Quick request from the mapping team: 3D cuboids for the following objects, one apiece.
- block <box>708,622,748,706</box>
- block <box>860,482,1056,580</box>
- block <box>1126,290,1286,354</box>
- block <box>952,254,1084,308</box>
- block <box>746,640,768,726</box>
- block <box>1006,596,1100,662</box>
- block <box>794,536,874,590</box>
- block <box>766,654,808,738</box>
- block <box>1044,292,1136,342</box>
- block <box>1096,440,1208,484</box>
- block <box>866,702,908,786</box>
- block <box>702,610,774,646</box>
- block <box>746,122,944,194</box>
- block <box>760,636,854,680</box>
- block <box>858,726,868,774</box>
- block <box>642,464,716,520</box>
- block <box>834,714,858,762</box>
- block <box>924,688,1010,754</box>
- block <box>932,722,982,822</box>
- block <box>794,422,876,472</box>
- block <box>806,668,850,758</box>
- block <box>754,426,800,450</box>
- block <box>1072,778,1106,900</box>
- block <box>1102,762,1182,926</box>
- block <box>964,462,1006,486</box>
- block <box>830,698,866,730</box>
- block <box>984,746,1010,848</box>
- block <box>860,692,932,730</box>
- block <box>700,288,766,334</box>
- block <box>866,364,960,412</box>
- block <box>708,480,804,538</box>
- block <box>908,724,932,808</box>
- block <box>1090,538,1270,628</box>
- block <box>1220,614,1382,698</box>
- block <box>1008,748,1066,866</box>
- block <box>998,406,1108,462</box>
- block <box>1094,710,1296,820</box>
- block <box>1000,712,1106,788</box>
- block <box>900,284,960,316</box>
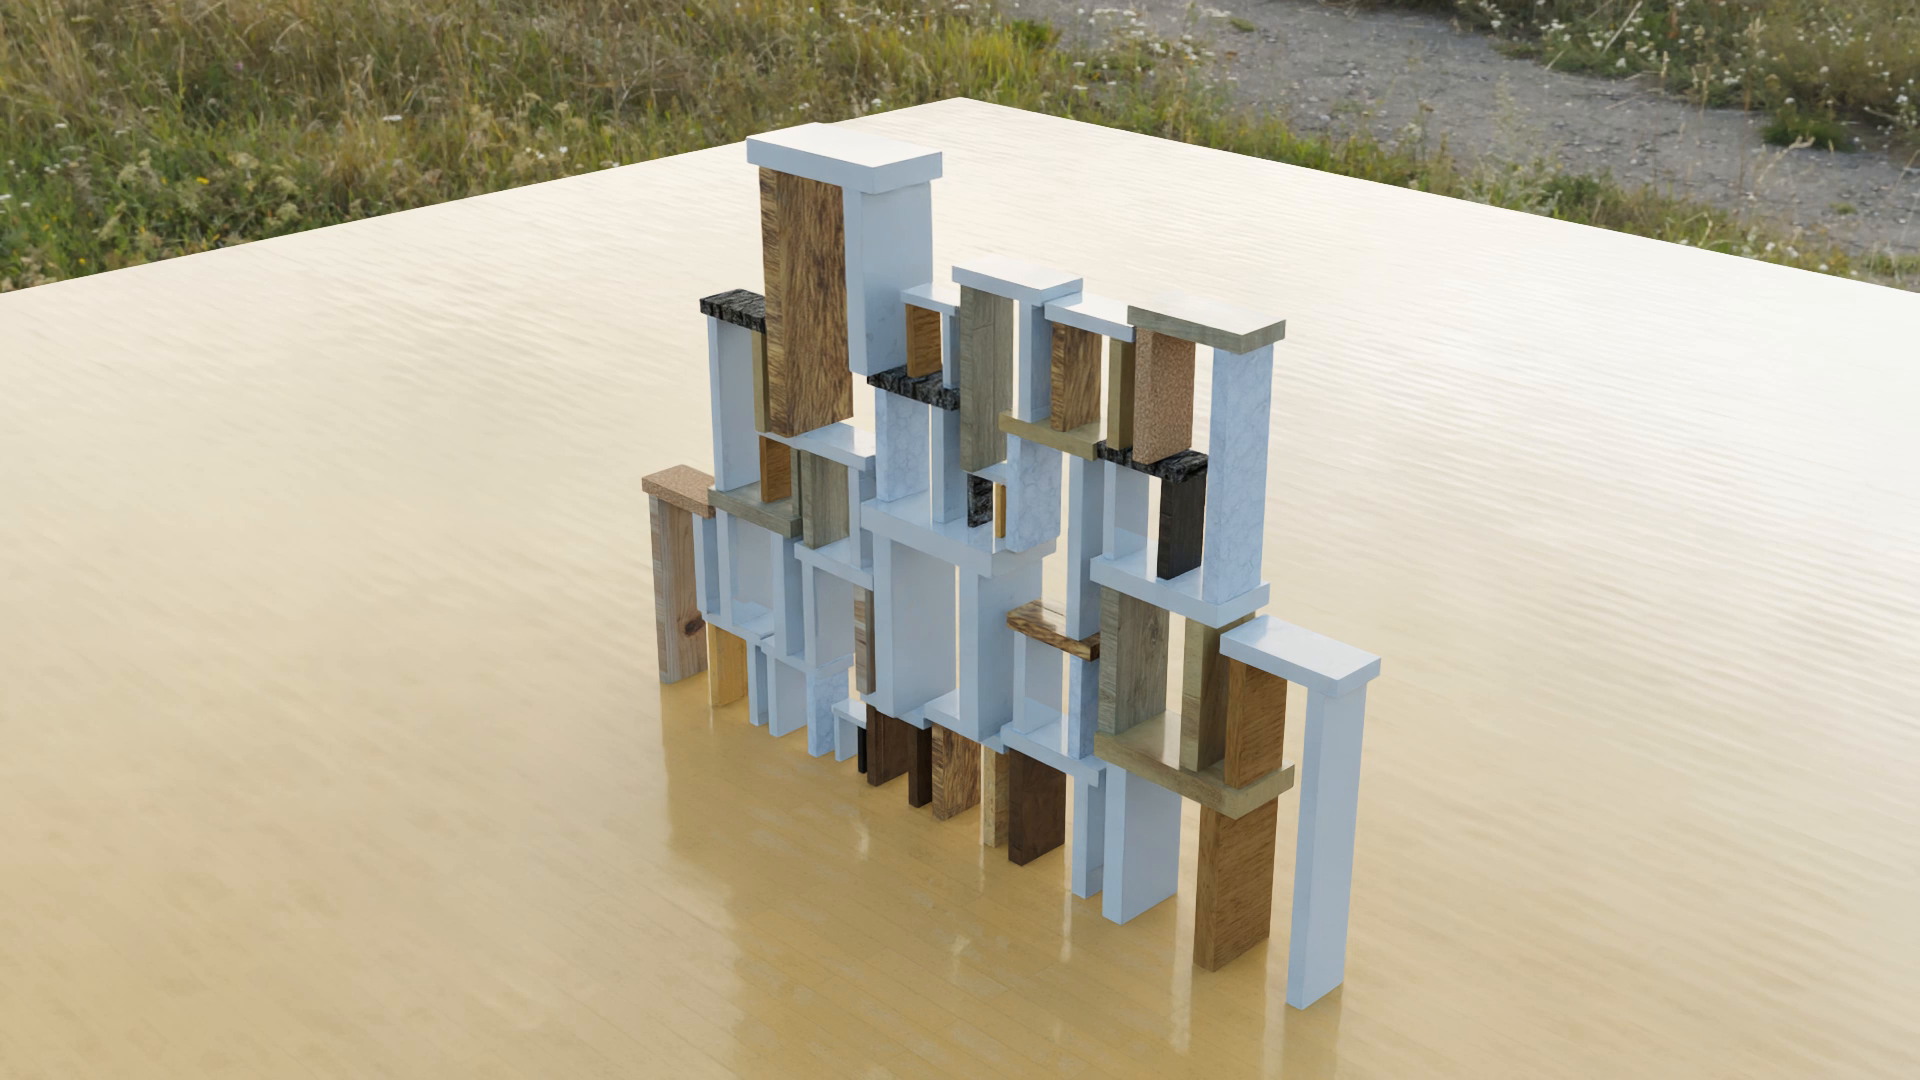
[{"bbox_3d":[-0.509,0.261,4.890,0.028,0.199,0.099,21,31,41],"label":"block"},{"bbox_3d":[-0.006,-0.024,4.214,0.354,0.050,0.177,21,31,40],"label":"block"},{"bbox_3d":[0.405,-0.360,3.625,0.238,0.034,0.119,21,31,40],"label":"block"},{"bbox_3d":[0.101,-0.464,3.919,0.110,0.031,0.220,-21,31,-40],"label":"block"},{"bbox_3d":[-0.416,0.298,4.804,0.099,0.199,0.028,-21,31,-41],"label":"block"},{"bbox_3d":[0.198,0.163,4.073,0.105,0.030,0.210,-22,31,-40],"label":"block"},{"bbox_3d":[-0.215,0.037,4.472,0.235,0.033,0.117,21,31,41],"label":"block"},{"bbox_3d":[-0.370,0.323,4.756,0.027,0.191,0.095,21,31,41],"label":"block"},{"bbox_3d":[0.253,-0.385,3.790,0.199,0.028,0.099,21,31,40],"label":"block"},{"bbox_3d":[0.336,-0.144,3.799,0.092,0.026,0.184,-21,31,-40],"label":"block"},{"bbox_3d":[-0.150,0.409,4.557,0.026,0.186,0.093,21,31,41],"label":"block"},{"bbox_3d":[-0.462,0.175,4.803,0.199,0.028,0.099,21,31,41],"label":"block"},{"bbox_3d":[-0.220,-0.723,4.152,0.355,0.050,0.178,21,31,41],"label":"block"},{"bbox_3d":[-0.325,0.240,4.673,0.191,0.027,0.095,21,31,40],"label":"block"},{"bbox_3d":[-0.189,0.430,4.607,0.015,0.109,0.054,21,31,41],"label":"block"},{"bbox_3d":[-0.578,-0.107,4.800,0.115,0.033,0.230,-22,32,-40],"label":"block"},{"bbox_3d":[-0.240,0.410,4.655,0.015,0.109,0.054,21,31,41],"label":"block"},{"bbox_3d":[0.045,0.354,4.332,0.217,0.031,0.108,21,31,41],"label":"block"},{"bbox_3d":[-0.007,0.448,4.428,0.031,0.217,0.108,21,31,41],"label":"block"},{"bbox_3d":[-0.222,-0.189,4.378,0.106,0.030,0.212,-22,30,-40],"label":"block"},{"bbox_3d":[-0.280,0.357,4.674,0.027,0.191,0.095,21,31,41],"label":"block"},{"bbox_3d":[-0.346,-0.221,4.514,0.148,0.021,0.074,21,31,40],"label":"block"},{"bbox_3d":[0.269,0.543,4.163,0.035,0.249,0.125,21,31,41],"label":"block"},{"bbox_3d":[0.340,0.535,4.081,0.046,0.328,0.164,21,31,41],"label":"block"},{"bbox_3d":[0.065,-0.129,4.098,0.109,0.015,0.054,20,30,39],"label":"block"},{"bbox_3d":[-0.215,0.363,4.607,0.109,0.015,0.054,21,31,41],"label":"block"},{"bbox_3d":[0.096,0.488,4.334,0.108,0.217,0.031,-21,31,-41],"label":"block"},{"bbox_3d":[-0.106,0.328,4.476,0.093,0.026,0.186,-22,31,-40],"label":"block"},{"bbox_3d":[-0.420,-0.466,4.478,0.107,0.030,0.214,-21,31,-41],"label":"block"},{"bbox_3d":[-0.057,-0.299,4.164,0.115,0.033,0.229,-22,30,-40],"label":"block"},{"bbox_3d":[-0.394,-0.075,4.623,0.134,0.038,0.267,-21,31,-41],"label":"block"},{"bbox_3d":[-0.063,0.444,4.476,0.026,0.186,0.093,21,31,41],"label":"block"},{"bbox_3d":[0.383,0.072,3.846,0.287,0.041,0.144,21,31,41],"label":"block"},{"bbox_3d":[0.569,0.193,3.685,0.242,0.034,0.121,21,31,41],"label":"block"},{"bbox_3d":[0.151,0.497,4.271,0.035,0.249,0.125,21,31,41],"label":"block"},{"bbox_3d":[0.191,-0.199,3.937,0.114,0.032,0.228,-21,31,-40],"label":"block"},{"bbox_3d":[0.417,0.393,3.937,0.328,0.046,0.164,21,31,41],"label":"block"},{"bbox_3d":[0.210,0.389,4.161,0.249,0.035,0.125,21,31,41],"label":"block"},{"bbox_3d":[-0.035,-0.445,4.074,0.072,0.020,0.143,-22,30,-40],"label":"block"}]
